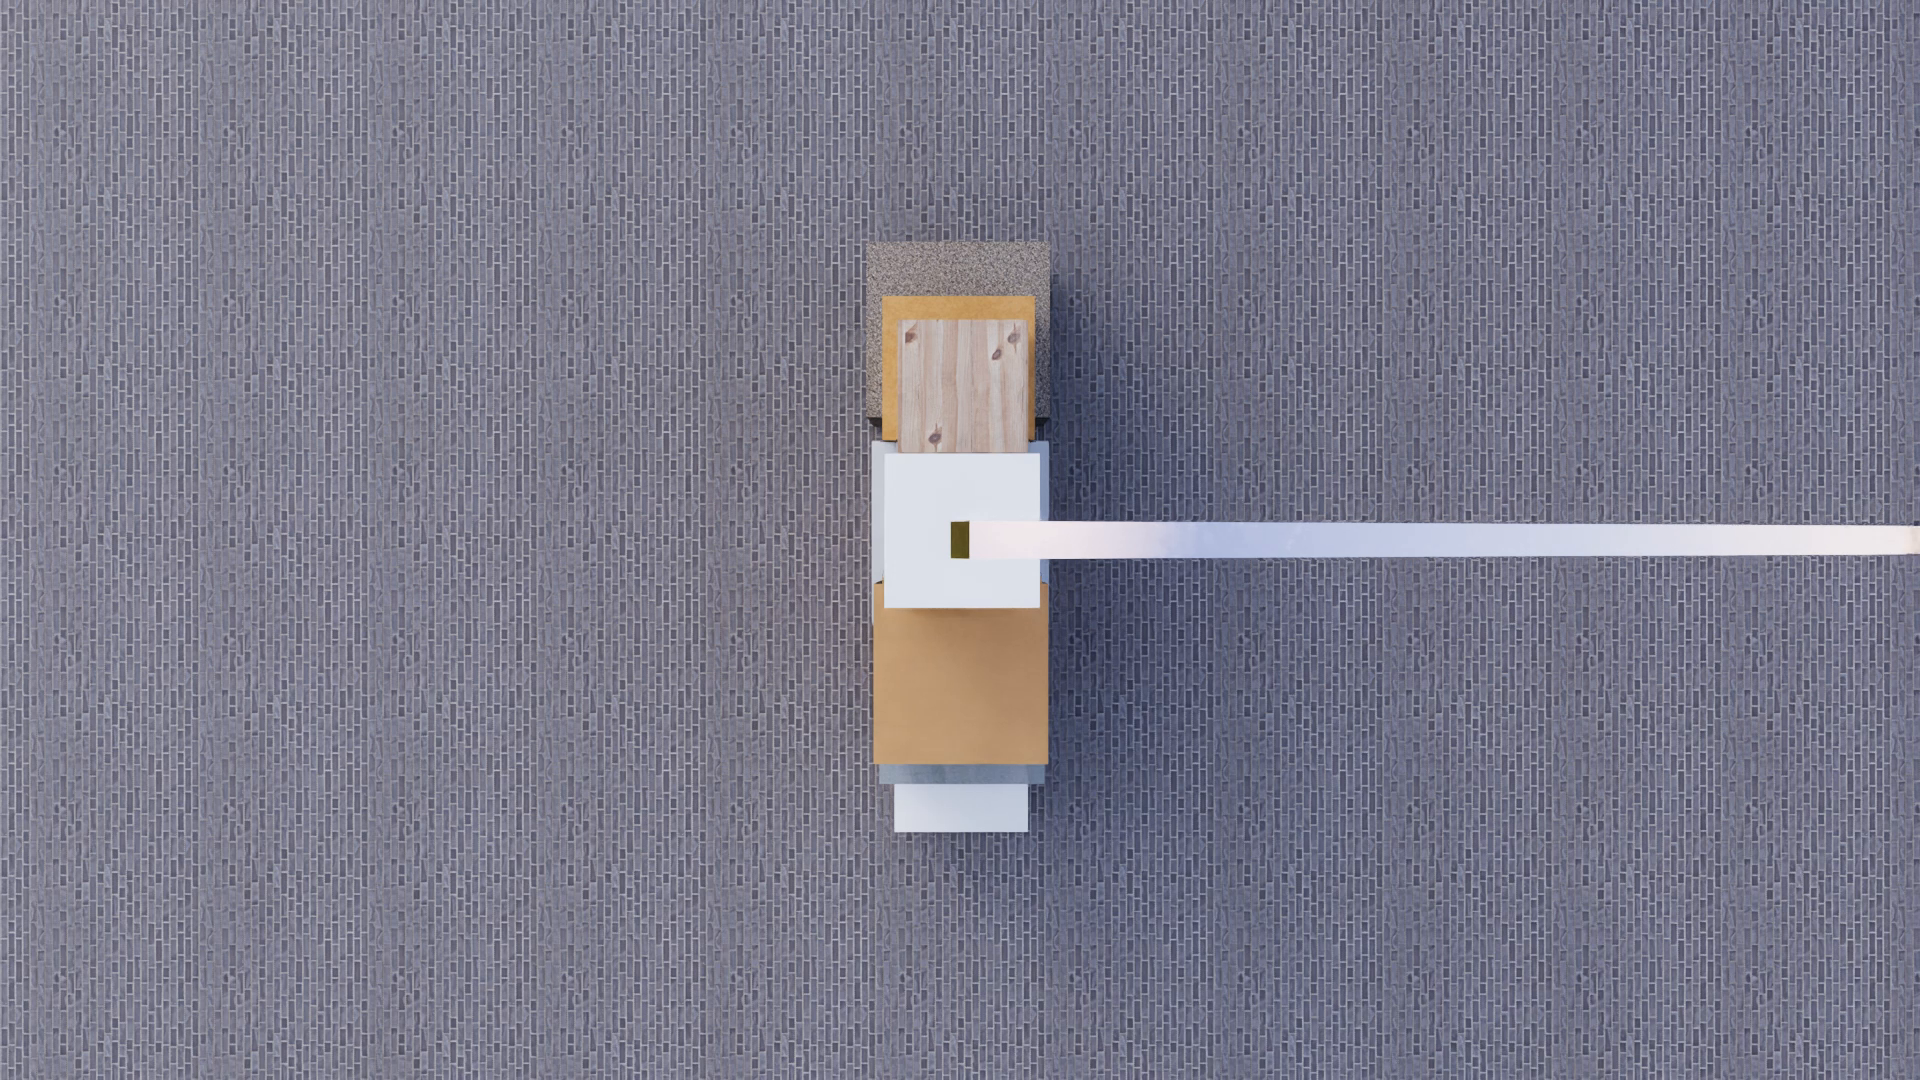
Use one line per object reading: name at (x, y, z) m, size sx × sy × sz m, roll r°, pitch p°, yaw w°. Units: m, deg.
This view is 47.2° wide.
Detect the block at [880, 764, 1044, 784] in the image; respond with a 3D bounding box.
block at (0.009, 0.845, 11.699) m, size 0.843 × 0.938 × 0.803 m, roll 0°, pitch 90°, yaw 0°

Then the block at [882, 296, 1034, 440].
block at (-0.007, -0.879, 11.611) m, size 0.779 × 0.730 × 0.736 m, roll 0°, pitch 90°, yaw 0°

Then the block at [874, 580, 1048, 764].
block at (0.004, 0.631, 10.787) m, size 0.822 × 0.885 × 0.848 m, roll 0°, pitch 90°, yaw 0°

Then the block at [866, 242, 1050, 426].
block at (-0.010, -1.147, 12.488) m, size 1.000 × 1.024 × 0.956 m, roll 0°, pitch 90°, yaw 0°

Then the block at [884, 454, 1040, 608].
block at (0.009, -0.027, 9.477) m, size 0.642 × 0.741 × 0.641 m, roll 0°, pitch 88°, yaw 0°

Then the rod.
rod at (2.234, 0.000, 5.990) m, size 5.200 × 0.080 × 0.080 m, roll 0°, pitch 90°, yaw -31°

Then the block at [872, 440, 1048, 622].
block at (0.002, -0.039, 11.753) m, size 0.912 × 0.834 × 0.934 m, roll 0°, pitch 89°, yaw 0°

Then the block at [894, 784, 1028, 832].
block at (0.008, 1.273, 12.617) m, size 0.742 × 0.765 × 0.704 m, roll 0°, pitch 90°, yaw 0°

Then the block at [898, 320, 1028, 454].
block at (0.015, -0.724, 10.904) m, size 0.629 × 0.685 × 0.670 m, roll 0°, pitch 90°, yaw 0°
